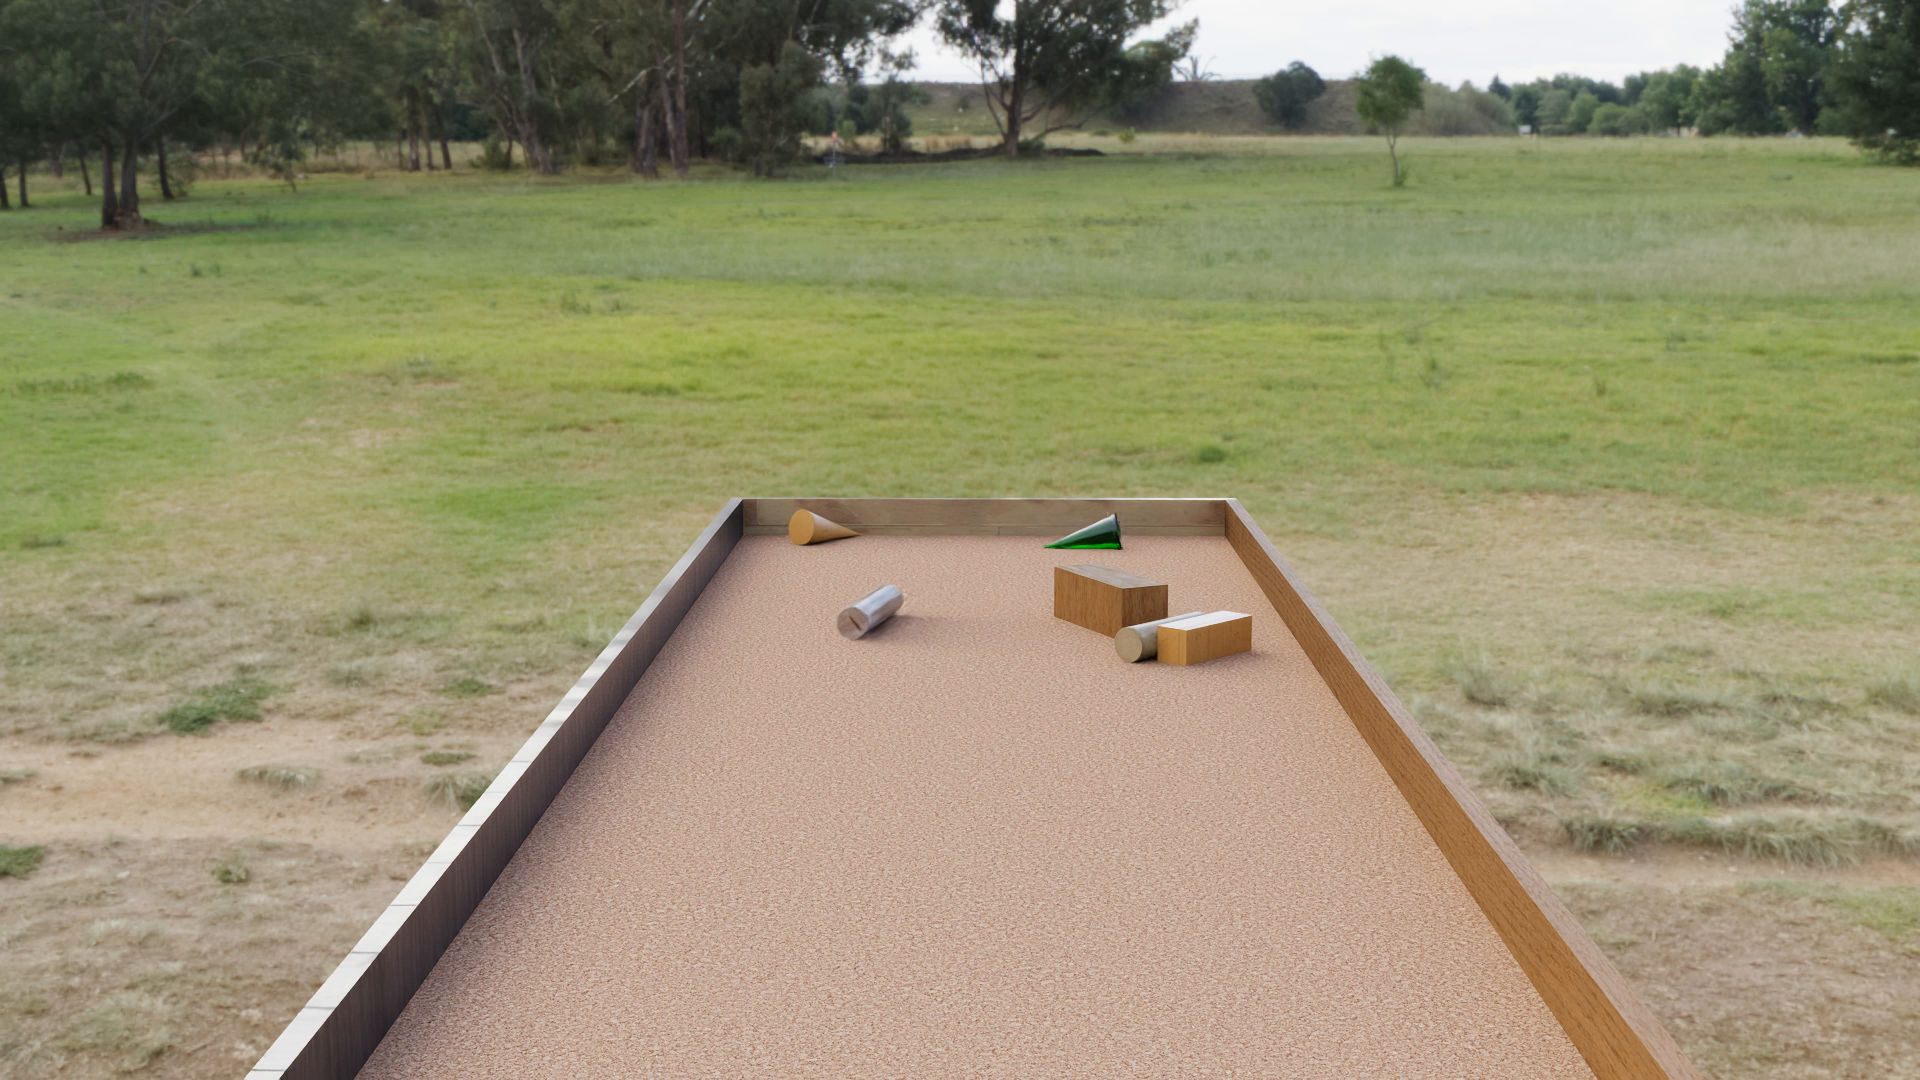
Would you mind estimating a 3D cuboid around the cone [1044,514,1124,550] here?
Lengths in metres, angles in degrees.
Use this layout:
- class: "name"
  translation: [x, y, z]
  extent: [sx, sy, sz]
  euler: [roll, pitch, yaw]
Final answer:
- class: "cone"
  translation: [0.481, 0.000, 8.782]
  extent: [0.318, 0.148, 0.148]
  euler: [-12, 7, 9]

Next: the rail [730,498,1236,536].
- class: "rail"
  translation: [0.099, -0.098, 9.147]
  extent: [2.100, 0.150, 0.050]
  euler: [0, 9, 1]

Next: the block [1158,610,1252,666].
- class: "block"
  translation: [0.753, 0.301, 6.758]
  extent: [0.110, 0.110, 0.330]
  euler: [8, 12, 43]

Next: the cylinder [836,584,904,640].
- class: "cylinder"
  translation: [-0.292, 0.234, 7.209]
  extent: [0.102, 0.102, 0.434]
  euler: [2, 9, 13]

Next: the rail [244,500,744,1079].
- class: "rail"
  translation: [-1.004, 0.839, 3.234]
  extent: [0.050, 0.150, 12.000]
  euler: [0, 9, 1]

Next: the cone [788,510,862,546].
- class: "cone"
  translation: [-0.523, -0.036, 9.009]
  extent: [0.146, 0.146, 0.354]
  euler: [8, 1, 42]

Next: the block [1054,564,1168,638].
- class: "block"
  translation: [0.491, 0.199, 7.208]
  extent: [0.170, 0.170, 0.457]
  euler: [-4, 10, -25]

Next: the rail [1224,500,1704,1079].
- class: "rail"
  translation: [1.046, 0.843, 3.208]
  extent: [0.050, 0.150, 12.000]
  euler: [0, 9, 1]

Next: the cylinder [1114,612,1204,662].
- class: "cylinder"
  translation: [0.630, 0.298, 6.786]
  extent: [0.108, 0.108, 0.350]
  euler: [8, 12, 43]
